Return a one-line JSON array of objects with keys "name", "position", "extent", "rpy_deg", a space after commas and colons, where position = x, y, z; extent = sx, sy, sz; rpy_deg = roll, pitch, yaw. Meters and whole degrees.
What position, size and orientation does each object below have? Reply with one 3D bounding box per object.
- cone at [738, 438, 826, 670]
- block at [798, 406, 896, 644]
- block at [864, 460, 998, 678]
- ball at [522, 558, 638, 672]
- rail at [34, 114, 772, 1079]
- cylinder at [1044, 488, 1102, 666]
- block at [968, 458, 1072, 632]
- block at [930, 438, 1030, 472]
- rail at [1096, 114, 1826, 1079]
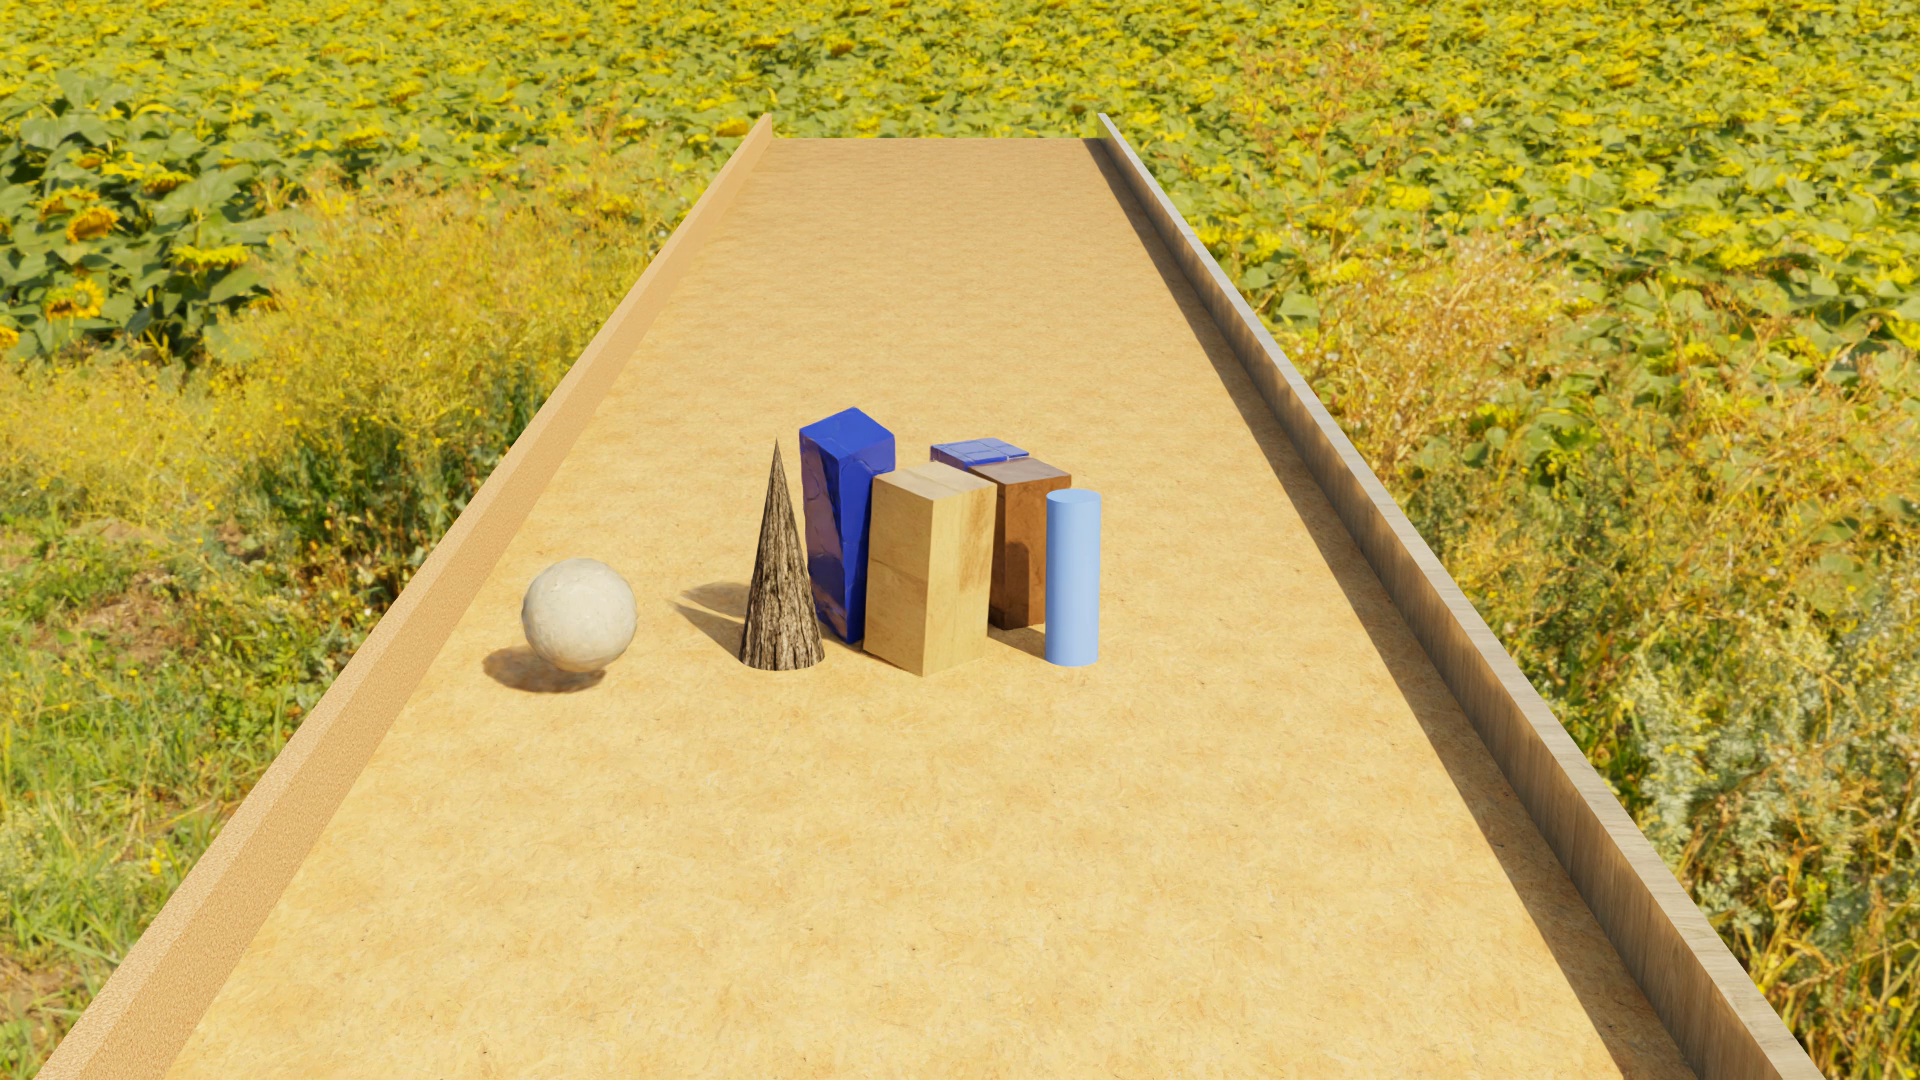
[{"name": "cone", "position": [-0.359, 0.015, 4.373], "extent": [0.174, 0.457, 0.174], "rpy_deg": [0, 17, 0]}, {"name": "block", "position": [-0.220, -0.026, 4.444], "extent": [0.135, 0.459, 0.135], "rpy_deg": [-25, 43, -29]}, {"name": "block", "position": [-0.061, 0.055, 4.370], "extent": [0.173, 0.368, 0.173], "rpy_deg": [-16, 28, -42]}, {"name": "ball", "position": [-0.724, 0.143, 4.193], "extent": [0.219, 0.219, 0.219], "rpy_deg": [0, 17, 0]}, {"name": "rail", "position": [-1.118, -0.838, 7.780], "extent": [0.050, 0.150, 12.000], "rpy_deg": [0, 17, -1]}, {"name": "cylinder", "position": [0.225, 0.075, 4.381], "extent": [0.108, 0.338, 0.108], "rpy_deg": [0, 17, 0]}, {"name": "block", "position": [0.123, 0.007, 4.643], "extent": [0.159, 0.318, 0.159], "rpy_deg": [-9, 20, -28]}, {"name": "block", "position": [0.042, -0.039, 4.782], "extent": [0.158, 0.328, 0.158], "rpy_deg": [-9, 19, -27]}, {"name": "rail", "position": [0.932, -0.844, 7.801], "extent": [0.050, 0.150, 12.000], "rpy_deg": [0, 17, -1]}]
